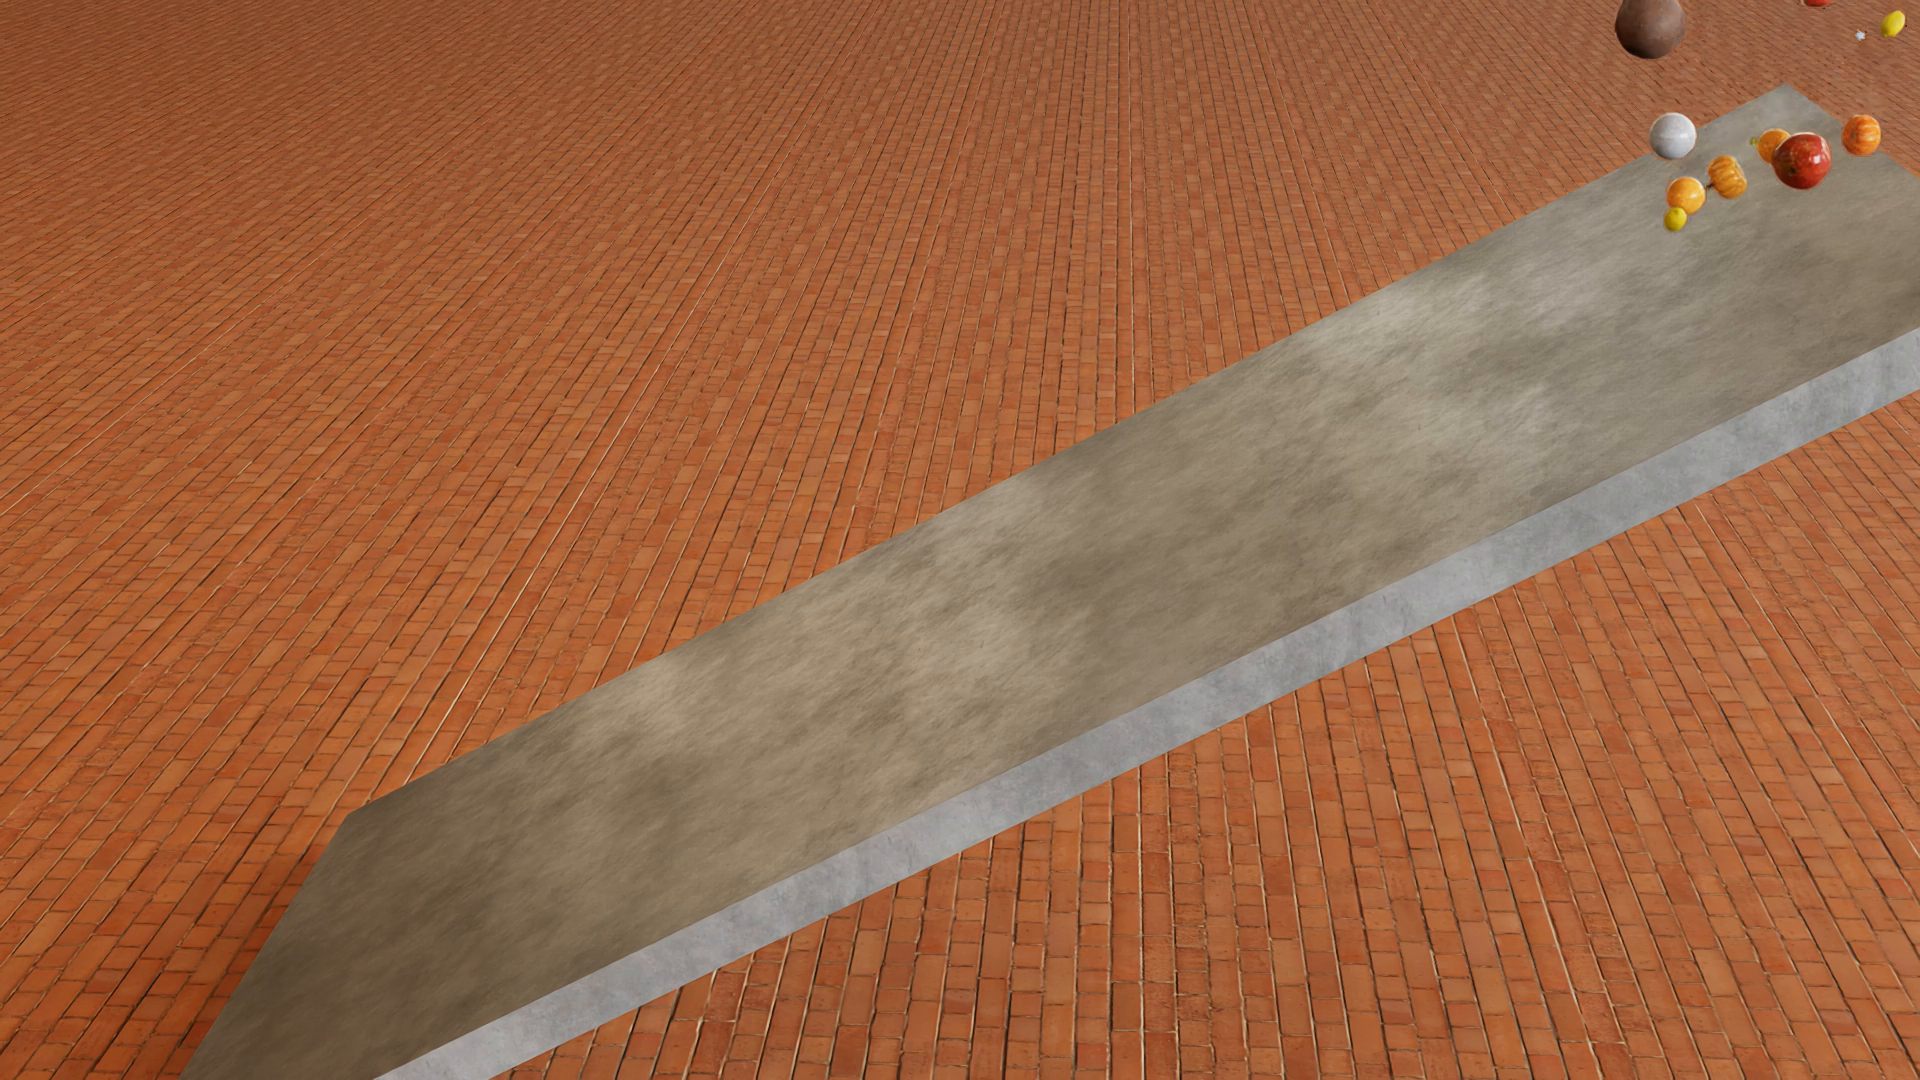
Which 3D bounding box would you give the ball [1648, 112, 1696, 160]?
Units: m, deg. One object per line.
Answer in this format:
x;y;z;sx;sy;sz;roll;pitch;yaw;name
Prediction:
1.451;-0.822;5.992;0.095;0.095;0.095;0;18;0;ball

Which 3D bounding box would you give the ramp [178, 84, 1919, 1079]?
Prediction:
0.141;0.167;6.282;4.000;0.100;2.000;-27;14;11;ramp
